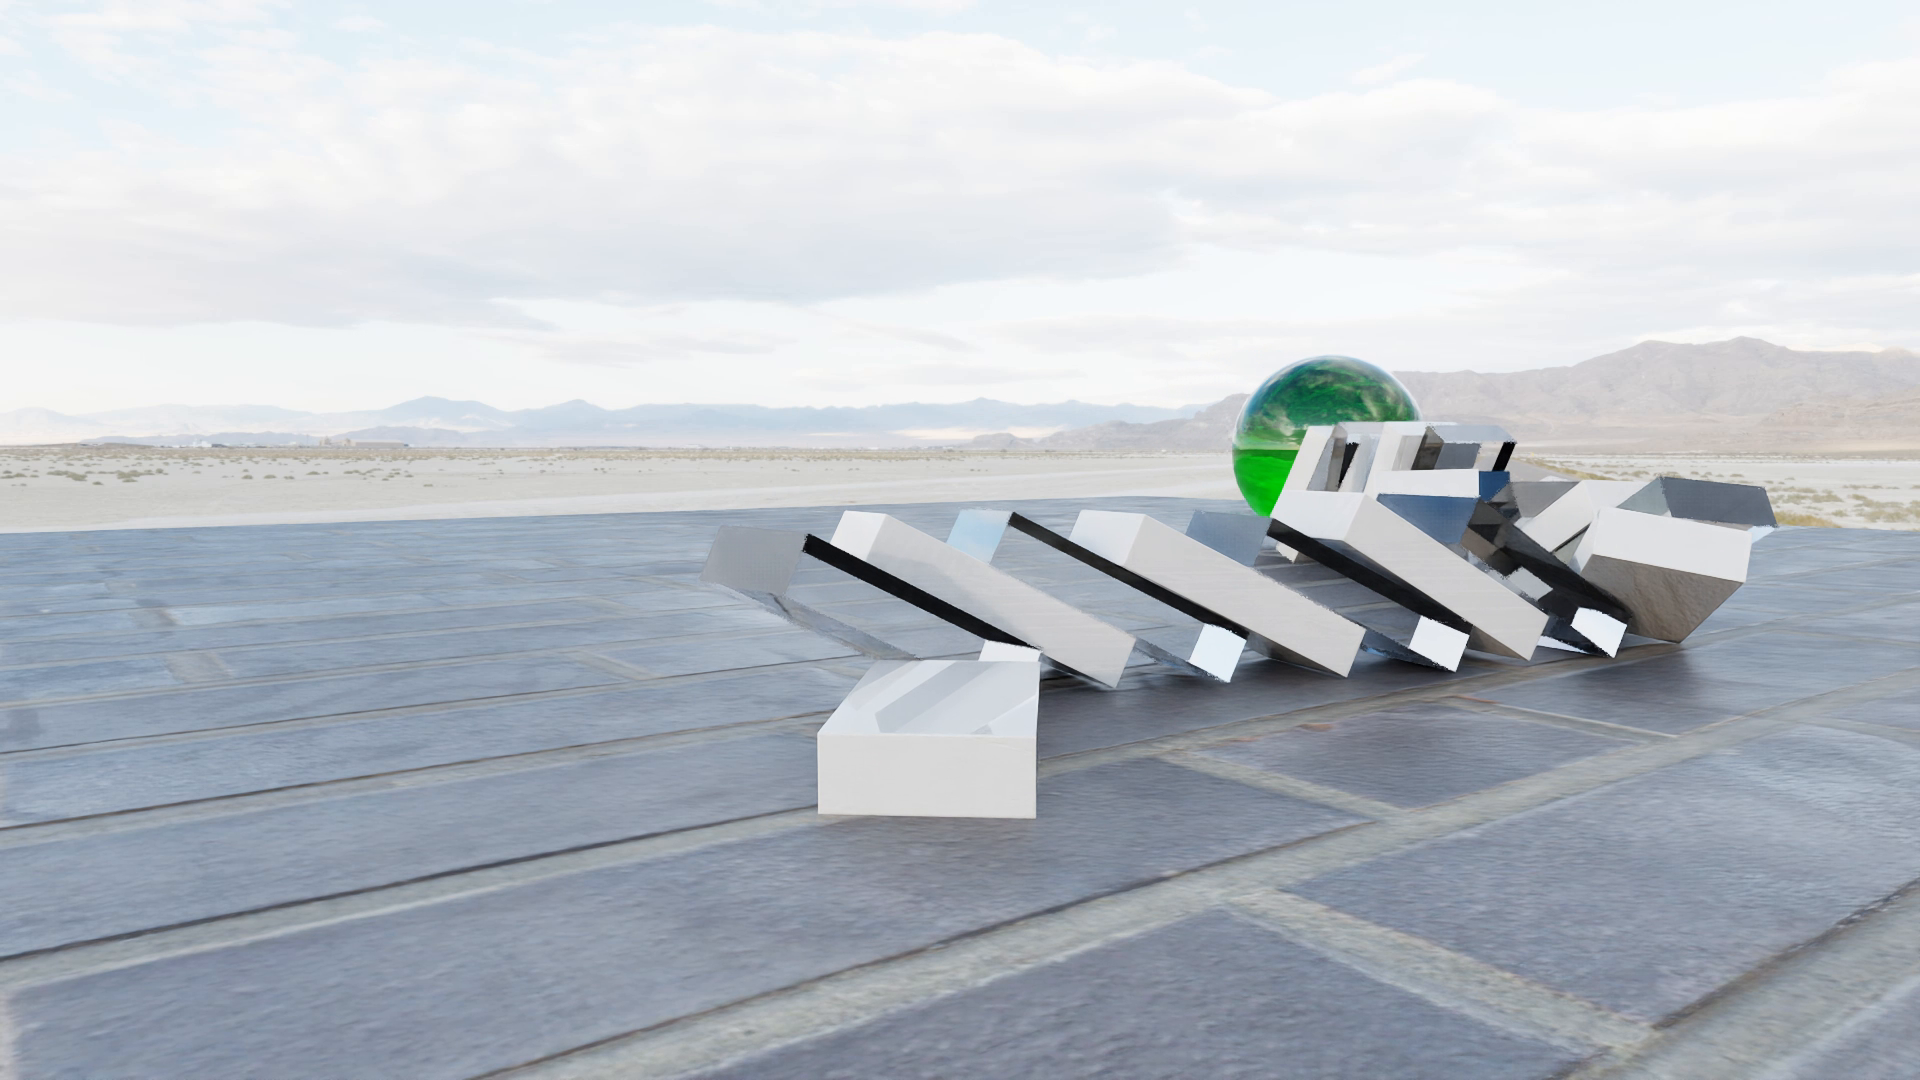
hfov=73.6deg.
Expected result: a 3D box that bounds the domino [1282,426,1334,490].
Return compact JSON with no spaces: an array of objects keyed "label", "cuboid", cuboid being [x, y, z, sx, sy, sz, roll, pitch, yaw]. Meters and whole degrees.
[{"label":"domino","cuboid":[0.130,-0.017,0.469,0.025,0.050,0.009,-3,32,-34]}]

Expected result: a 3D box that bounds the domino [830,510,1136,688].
[{"label":"domino","cuboid":[0.003,0.010,0.224,0.050,0.009,0.025,26,-7,-19]}]

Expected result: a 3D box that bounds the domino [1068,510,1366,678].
[{"label":"domino","cuboid":[0.046,0.010,0.236,0.050,0.010,0.025,26,-6,-19]}]

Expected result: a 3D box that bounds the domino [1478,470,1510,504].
[{"label":"domino","cuboid":[0.139,-0.002,0.360,0.025,0.009,0.050,2,-29,21]}]

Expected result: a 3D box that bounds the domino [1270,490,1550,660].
[{"label":"domino","cuboid":[0.086,0.007,0.249,0.050,0.009,0.025,30,-7,-20]}]

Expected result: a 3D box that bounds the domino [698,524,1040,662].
[{"label":"domino","cuboid":[-0.014,0.012,0.205,0.050,0.009,0.025,29,-15,-37]}]

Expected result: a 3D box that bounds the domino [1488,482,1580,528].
[{"label":"domino","cuboid":[0.138,0.002,0.322,0.025,0.009,0.050,-1,-26,-9]}]

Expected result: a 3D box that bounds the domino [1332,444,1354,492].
[{"label":"domino","cuboid":[0.143,-0.016,0.452,0.025,0.050,0.010,-3,32,-34]}]

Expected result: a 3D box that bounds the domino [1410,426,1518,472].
[{"label":"domino","cuboid":[0.148,-0.011,0.394,0.025,0.050,0.010,-1,34,-16]}]

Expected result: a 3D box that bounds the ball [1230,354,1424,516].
[{"label":"ball","cuboid":[0.155,-0.038,0.542,0.080,0.080,0.080,0,4,0]}]

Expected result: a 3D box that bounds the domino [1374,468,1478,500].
[{"label":"domino","cuboid":[0.126,-0.001,0.345,0.025,0.009,0.050,-1,-29,22]}]

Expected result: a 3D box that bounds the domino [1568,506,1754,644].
[{"label":"domino","cuboid":[0.136,0.008,0.255,0.025,0.009,0.050,12,-13,20]}]

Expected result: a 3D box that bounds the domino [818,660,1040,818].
[{"label":"domino","cuboid":[-0.002,0.025,0.171,0.025,0.009,0.050,0,4,4]}]

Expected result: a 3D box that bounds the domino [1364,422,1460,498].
[{"label":"domino","cuboid":[0.141,-0.012,0.404,0.025,0.050,0.010,-1,30,-16]}]

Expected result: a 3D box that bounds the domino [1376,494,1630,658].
[{"label":"domino","cuboid":[0.107,0.007,0.257,0.050,0.010,0.025,30,-10,-25]}]

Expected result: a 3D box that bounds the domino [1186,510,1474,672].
[{"label":"domino","cuboid":[0.069,0.009,0.243,0.050,0.009,0.025,25,-5,-21]}]

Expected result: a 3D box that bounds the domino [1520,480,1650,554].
[{"label":"domino","cuboid":[0.144,0.002,0.303,0.025,0.010,0.050,1,-27,-12]}]

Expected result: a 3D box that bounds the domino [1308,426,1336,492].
[{"label":"domino","cuboid":[0.137,-0.016,0.461,0.025,0.050,0.009,-3,32,-34]}]

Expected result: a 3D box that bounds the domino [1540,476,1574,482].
[{"label":"domino","cuboid":[0.163,-0.002,0.375,0.025,0.009,0.050,10,-24,-20]}]

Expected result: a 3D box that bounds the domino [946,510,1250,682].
[{"label":"domino","cuboid":[0.024,0.010,0.230,0.050,0.010,0.025,26,-7,-19]}]

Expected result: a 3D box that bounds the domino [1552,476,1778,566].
[{"label":"domino","cuboid":[0.149,0.003,0.283,0.025,0.010,0.050,5,-27,-11]}]

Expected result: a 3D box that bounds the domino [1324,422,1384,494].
[{"label":"domino","cuboid":[0.132,-0.013,0.416,0.025,0.050,0.010,0,29,-5]}]

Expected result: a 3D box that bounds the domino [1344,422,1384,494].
[{"label":"domino","cuboid":[0.142,-0.014,0.427,0.025,0.050,0.010,0,29,-5]}]
